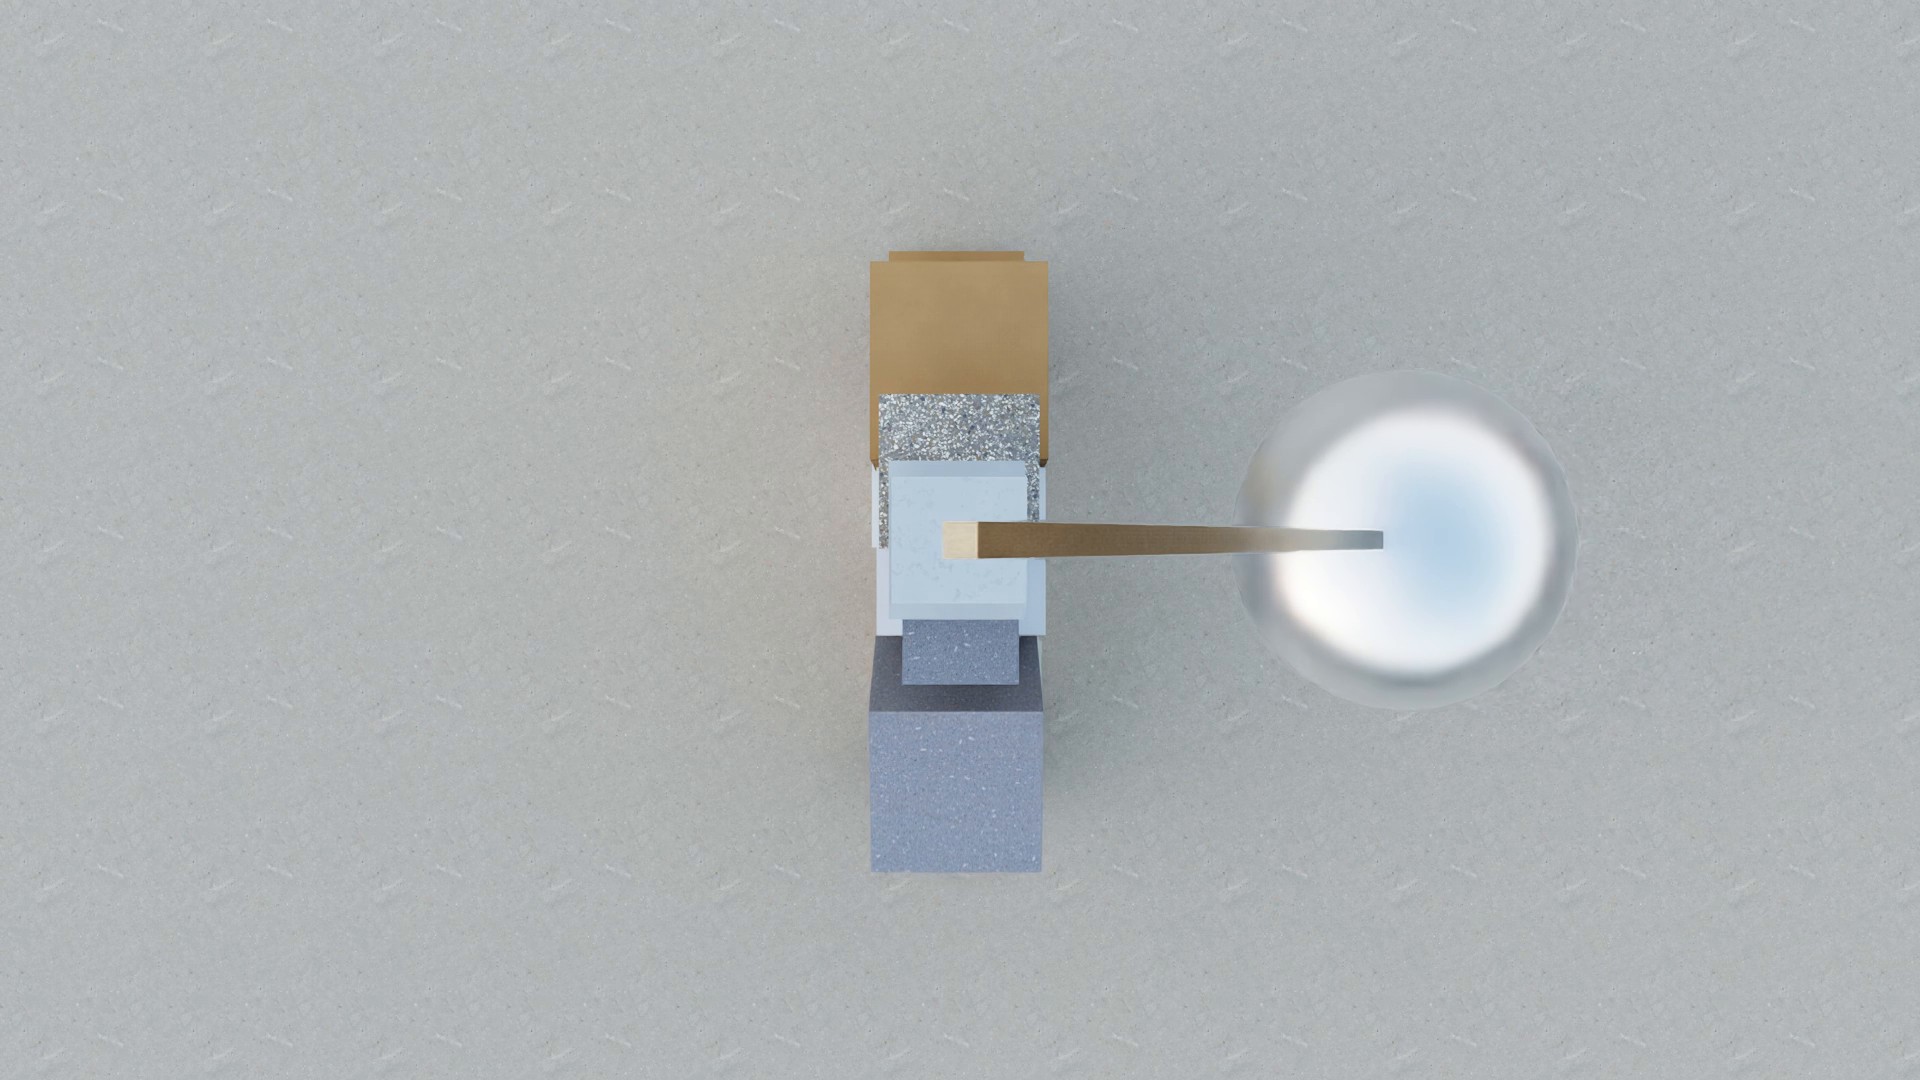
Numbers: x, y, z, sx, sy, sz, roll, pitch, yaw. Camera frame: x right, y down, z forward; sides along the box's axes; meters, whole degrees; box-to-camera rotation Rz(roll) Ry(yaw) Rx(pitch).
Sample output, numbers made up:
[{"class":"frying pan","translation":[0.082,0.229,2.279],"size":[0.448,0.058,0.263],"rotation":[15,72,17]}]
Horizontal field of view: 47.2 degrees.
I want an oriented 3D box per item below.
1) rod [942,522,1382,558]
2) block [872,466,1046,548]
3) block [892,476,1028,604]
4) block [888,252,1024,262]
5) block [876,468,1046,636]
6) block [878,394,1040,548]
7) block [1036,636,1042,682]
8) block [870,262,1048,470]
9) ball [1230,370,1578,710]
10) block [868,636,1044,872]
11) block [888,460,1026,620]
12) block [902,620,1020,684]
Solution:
[{"class":"rod","translation":[0.899,0.000,7.131],"size":[0.080,5.200,0.080],"rotation":[0,90,20]},{"class":"block","translation":[-0.008,-0.390,12.557],"size":[0.954,0.885,0.862],"rotation":[0,90,0]},{"class":"block","translation":[-0.002,0.000,9.464],"size":[0.564,0.623,0.526],"rotation":[0,90,0]},{"class":"block","translation":[-0.019,-1.213,12.570],"size":[0.748,0.860,0.763],"rotation":[0,90,0]},{"class":"block","translation":[0.006,0.057,11.612],"size":[0.854,1.006,0.847],"rotation":[0,90,0]},{"class":"block","translation":[-0.004,-0.325,10.756],"size":[0.760,0.706,0.731],"rotation":[0,90,0]},{"class":"block","translation":[0.002,0.478,12.604],"size":[0.906,0.791,0.854],"rotation":[0,90,0]},{"class":"block","translation":[-0.005,-0.908,11.711],"size":[0.917,0.815,1.021],"rotation":[0,87,0]},{"class":"ball","translation":[2.074,0.000,10.322],"size":[1.600,1.600,1.600],"rotation":[0,90,0]},{"class":"block","translation":[-0.019,1.122,11.716],"size":[0.882,1.044,0.907],"rotation":[0,109,0]},{"class":"block","translation":[-0.014,0.000,10.090],"size":[0.606,0.627,0.704],"rotation":[0,90,0]},{"class":"block","translation":[0.003,0.373,10.828],"size":[0.560,0.562,0.640],"rotation":[0,90,0]}]
